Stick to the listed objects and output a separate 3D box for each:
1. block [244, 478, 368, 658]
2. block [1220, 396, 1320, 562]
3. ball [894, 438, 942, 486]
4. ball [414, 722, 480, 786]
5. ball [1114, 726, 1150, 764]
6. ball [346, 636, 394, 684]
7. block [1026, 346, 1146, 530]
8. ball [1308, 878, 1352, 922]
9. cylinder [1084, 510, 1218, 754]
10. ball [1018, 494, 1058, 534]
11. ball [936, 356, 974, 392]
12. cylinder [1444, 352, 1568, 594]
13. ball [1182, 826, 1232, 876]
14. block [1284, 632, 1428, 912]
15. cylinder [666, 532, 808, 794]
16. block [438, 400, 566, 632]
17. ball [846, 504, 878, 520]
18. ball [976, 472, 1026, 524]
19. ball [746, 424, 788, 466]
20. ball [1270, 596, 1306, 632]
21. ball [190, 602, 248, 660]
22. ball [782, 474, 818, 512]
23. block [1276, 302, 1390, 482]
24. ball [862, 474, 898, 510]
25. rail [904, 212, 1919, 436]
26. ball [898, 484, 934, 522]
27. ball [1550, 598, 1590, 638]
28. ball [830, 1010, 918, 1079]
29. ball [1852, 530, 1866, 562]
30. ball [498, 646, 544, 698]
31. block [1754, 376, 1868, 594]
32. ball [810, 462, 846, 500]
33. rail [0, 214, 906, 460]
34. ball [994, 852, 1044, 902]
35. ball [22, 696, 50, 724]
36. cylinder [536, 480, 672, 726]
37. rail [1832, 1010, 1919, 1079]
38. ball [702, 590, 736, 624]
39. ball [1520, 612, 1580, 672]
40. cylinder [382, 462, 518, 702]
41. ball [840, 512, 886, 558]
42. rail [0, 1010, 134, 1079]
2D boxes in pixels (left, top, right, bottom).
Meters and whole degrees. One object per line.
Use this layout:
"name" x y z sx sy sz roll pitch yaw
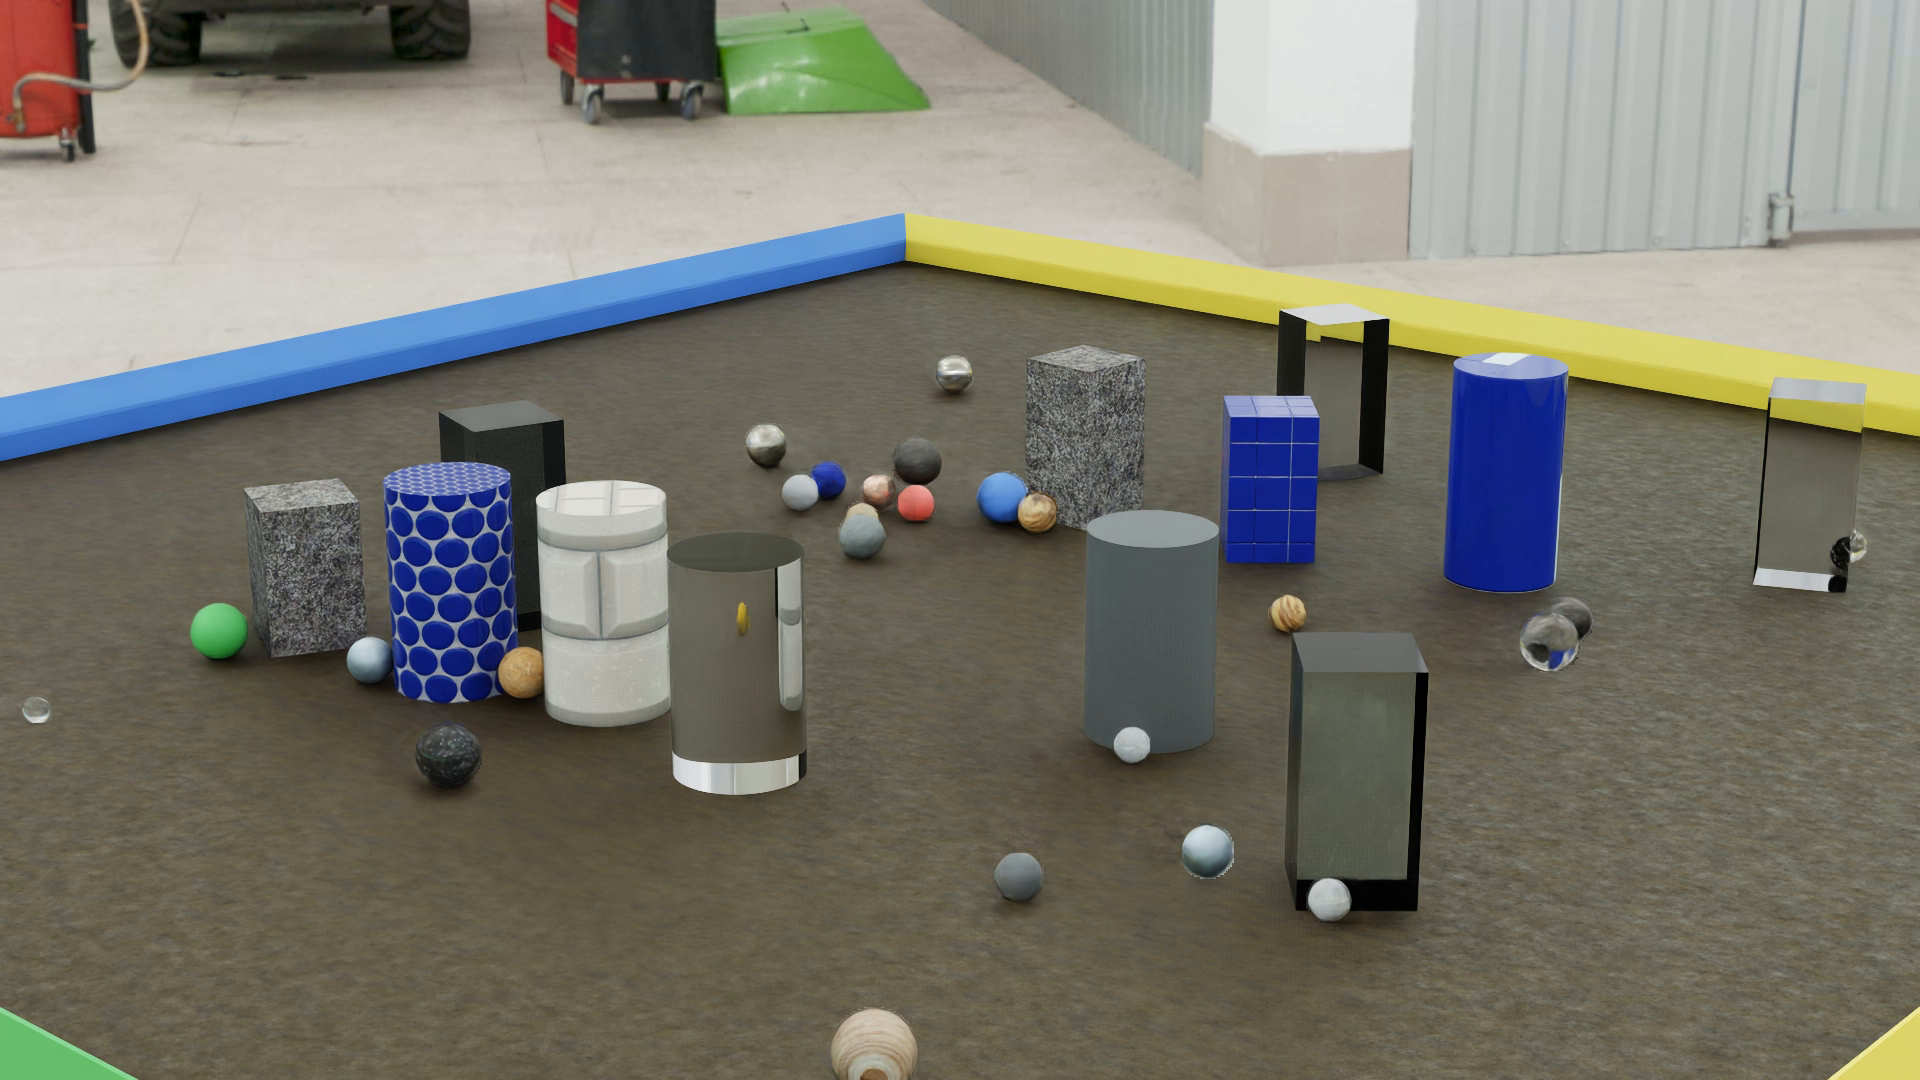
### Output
"block" -1.088 0.045 4.875 0.159 0.248 0.159 -7 18 -22
"block" 0.564 -0.112 5.355 0.159 0.272 0.159 0 17 0
"ball" -0.081 -0.149 5.659 0.092 0.092 0.092 0 17 0
"ball" -0.745 0.311 4.260 0.094 0.094 0.094 0 17 0
"ball" 0.256 0.304 4.351 0.054 0.054 0.054 0 17 0
"ball" -0.942 0.192 4.686 0.075 0.075 0.075 0 17 0
"block" 0.238 -0.196 5.572 0.159 0.307 0.159 16 23 43
"ball" 0.480 0.467 3.806 0.056 0.056 0.056 0 17 0
"cylinder" 0.289 0.137 4.440 0.199 0.322 0.199 0 17 0
"ball" 0.145 -0.050 5.491 0.075 0.075 0.075 0 17 0
"ball" -0.013 -0.370 6.538 0.084 0.084 0.084 0 17 0
"cylinder" 0.964 -0.120 5.183 0.199 0.386 0.199 0 17 0
"ball" 0.332 0.419 3.946 0.069 0.069 0.069 0 17 0
"block" 0.520 0.304 3.869 0.159 0.331 0.159 0 17 1
"cylinder" -0.324 0.178 4.280 0.199 0.336 0.199 0 17 0
"block" -0.769 -0.037 4.959 0.159 0.357 0.159 -10 19 -29
"ball" -0.182 -0.038 5.472 0.062 0.062 0.062 0 17 0
"ball" 0.079 -0.080 5.554 0.095 0.095 0.095 0 17 0
"ball" -0.393 -0.192 5.944 0.085 0.085 0.085 0 17 0
"ball" 0.553 0.124 4.935 0.062 0.062 0.062 0 17 0
"ball" -1.212 0.149 4.800 0.092 0.092 0.092 0 17 0
"ball" -0.307 -0.091 5.633 0.071 0.071 0.071 0 17 0
"block" 0.745 -0.297 5.884 0.159 0.320 0.159 -8 18 -24
"ball" -0.156 -0.091 5.637 0.069 0.069 0.069 0 17 0
"rail" 1.393 -0.430 6.656 4.128 0.129 0.045 14 22 39
"ball" -0.084 -0.070 5.563 0.070 0.070 0.070 0 17 0
"ball" 1.015 0.133 4.887 0.070 0.070 0.070 0 17 0
"ball" -0.098 0.585 3.341 0.099 0.099 0.099 0 17 0
"ball" 1.612 0.010 5.315 0.061 0.061 0.061 0 17 0
"ball" -0.686 0.209 4.618 0.082 0.082 0.082 0 17 0
"block" 1.505 -0.099 5.191 0.159 0.341 0.159 6 18 18
"ball" -0.257 -0.116 5.717 0.073 0.073 0.073 0 17 0
"rail" -1.541 -0.353 6.400 0.045 0.129 4.296 14 22 39
"ball" 0.078 0.444 3.869 0.064 0.064 0.064 0 17 0
"ball" -1.421 0.262 4.513 0.042 0.042 0.042 0 17 0
"cylinder" -0.551 0.097 4.547 0.199 0.338 0.199 0 17 0
"rail" 1.541 0.418 3.839 0.045 0.129 4.296 14 22 39
"ball" -0.409 0.115 4.972 0.058 0.058 0.058 0 17 0
"ball" 0.953 0.164 4.743 0.096 0.096 0.096 0 17 0
"cylinder" -0.805 0.065 4.651 0.199 0.338 0.199 0 17 0
"ball" -0.177 -0.008 5.337 0.083 0.083 0.083 0 17 0
"rail" -1.393 0.495 3.584 4.128 0.129 0.045 14 22 39
